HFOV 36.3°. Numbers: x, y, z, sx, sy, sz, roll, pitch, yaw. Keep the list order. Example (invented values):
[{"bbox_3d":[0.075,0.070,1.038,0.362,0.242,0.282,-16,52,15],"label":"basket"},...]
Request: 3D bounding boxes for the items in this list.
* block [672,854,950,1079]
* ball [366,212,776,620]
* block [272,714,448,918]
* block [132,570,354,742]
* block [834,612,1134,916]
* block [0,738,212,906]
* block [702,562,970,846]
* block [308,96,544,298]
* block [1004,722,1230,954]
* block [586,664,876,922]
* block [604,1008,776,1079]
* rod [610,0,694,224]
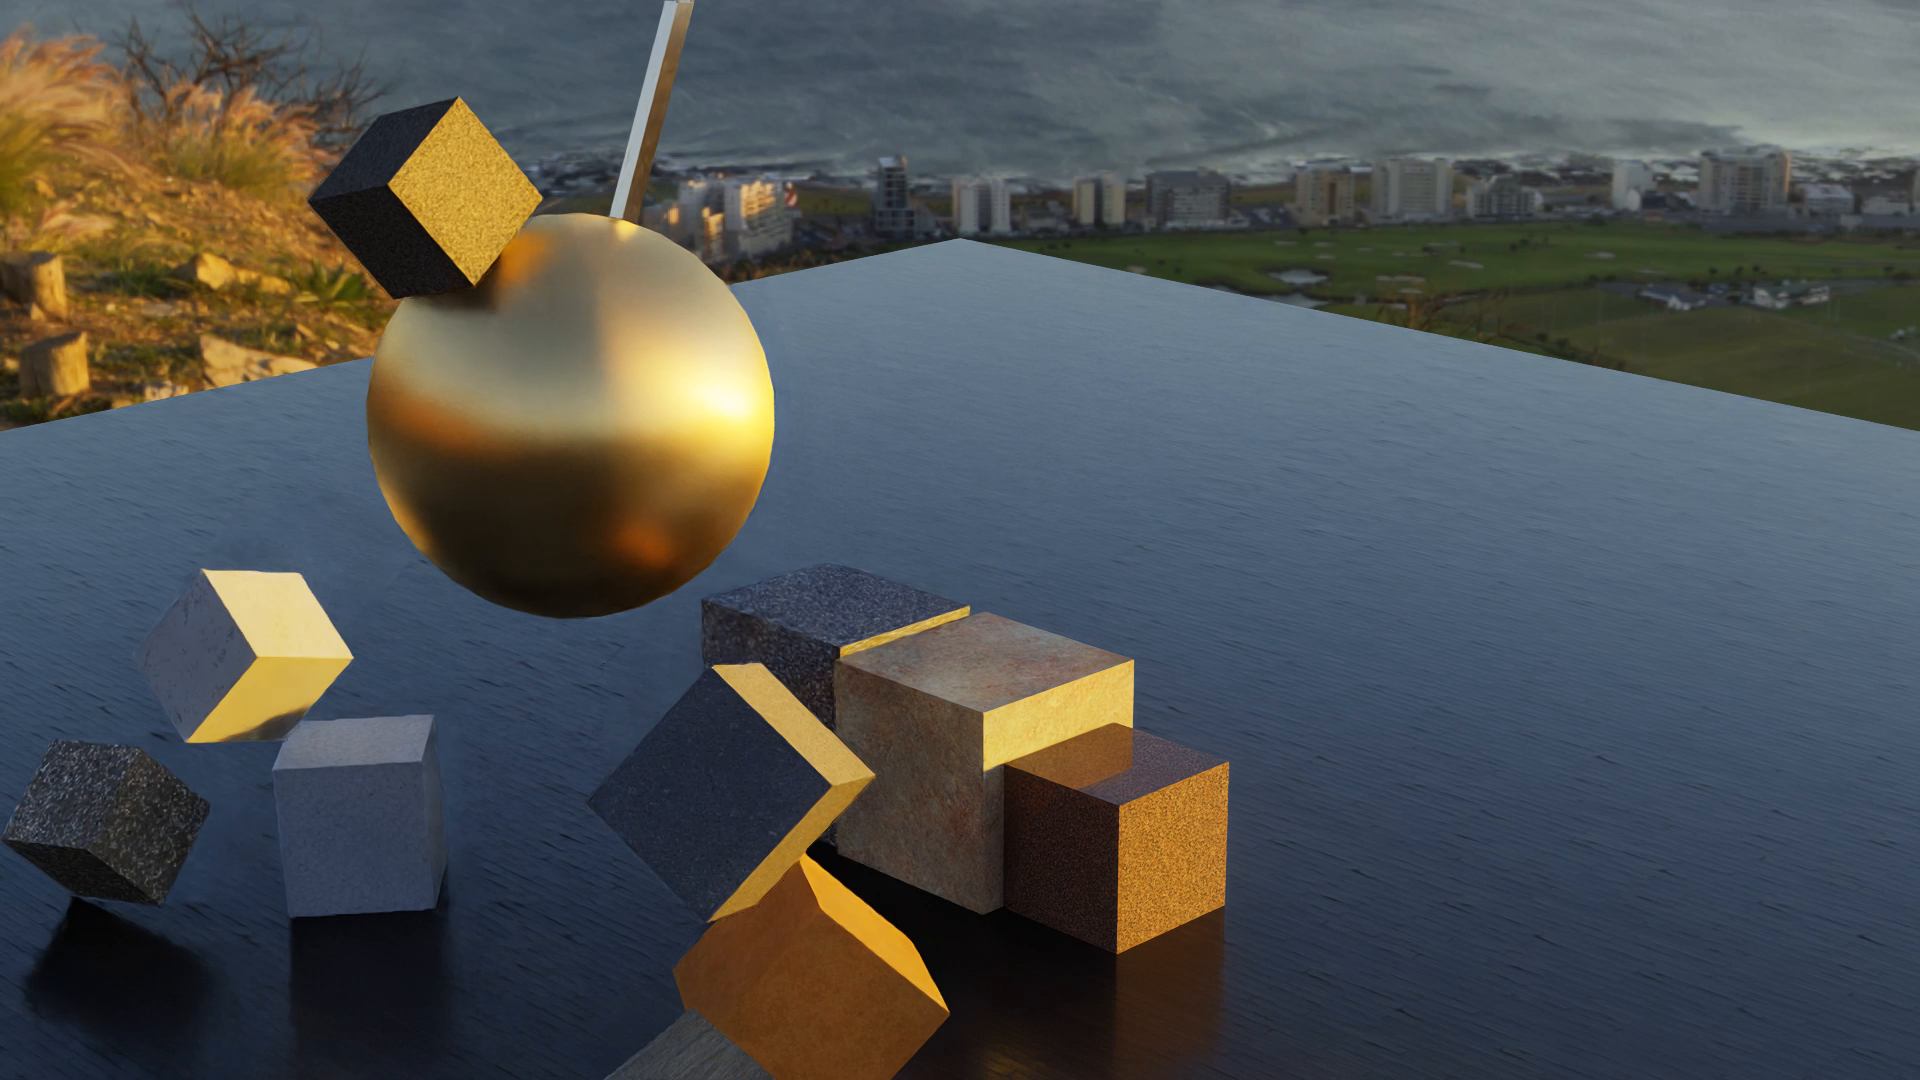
[{"bbox_3d":[-0.579,1.726,11.213,0.672,0.684,0.712,42,3,-20],"label":"block"},{"bbox_3d":[-1.532,-0.488,11.583,1.600,1.600,1.600,0,17,0],"label":"ball"},{"bbox_3d":[-2.690,1.236,13.196,0.646,0.707,0.581,-3,18,-3],"label":"block"},{"bbox_3d":[-3.109,0.505,12.722,0.497,0.553,0.581,53,23,22],"label":"block"},{"bbox_3d":[0.111,1.005,13.548,0.978,0.959,0.960,-17,24,-42],"label":"block"},{"bbox_3d":[-3.790,1.253,13.025,0.555,0.521,0.510,2,57,32],"label":"block"},{"bbox_3d":[-0.598,0.778,14.192,0.843,1.005,0.982,-17,24,-42],"label":"block"},{"bbox_3d":[-2.017,-1.286,11.075,0.527,0.512,0.485,-3,46,45],"label":"block"},{"bbox_3d":[0.691,1.310,13.023,0.722,0.692,0.682,-17,24,-42],"label":"block"},{"bbox_3d":[-0.807,0.888,10.467,0.598,0.655,0.700,43,6,9],"label":"block"},{"bbox_3d":[-0.910,2.139,9.706,0.624,0.750,0.652,36,53,25],"label":"block"},{"bbox_3d":[-0.664,-3.773,11.460,0.080,5.200,0.080,17,3,42],"label":"rod"}]
